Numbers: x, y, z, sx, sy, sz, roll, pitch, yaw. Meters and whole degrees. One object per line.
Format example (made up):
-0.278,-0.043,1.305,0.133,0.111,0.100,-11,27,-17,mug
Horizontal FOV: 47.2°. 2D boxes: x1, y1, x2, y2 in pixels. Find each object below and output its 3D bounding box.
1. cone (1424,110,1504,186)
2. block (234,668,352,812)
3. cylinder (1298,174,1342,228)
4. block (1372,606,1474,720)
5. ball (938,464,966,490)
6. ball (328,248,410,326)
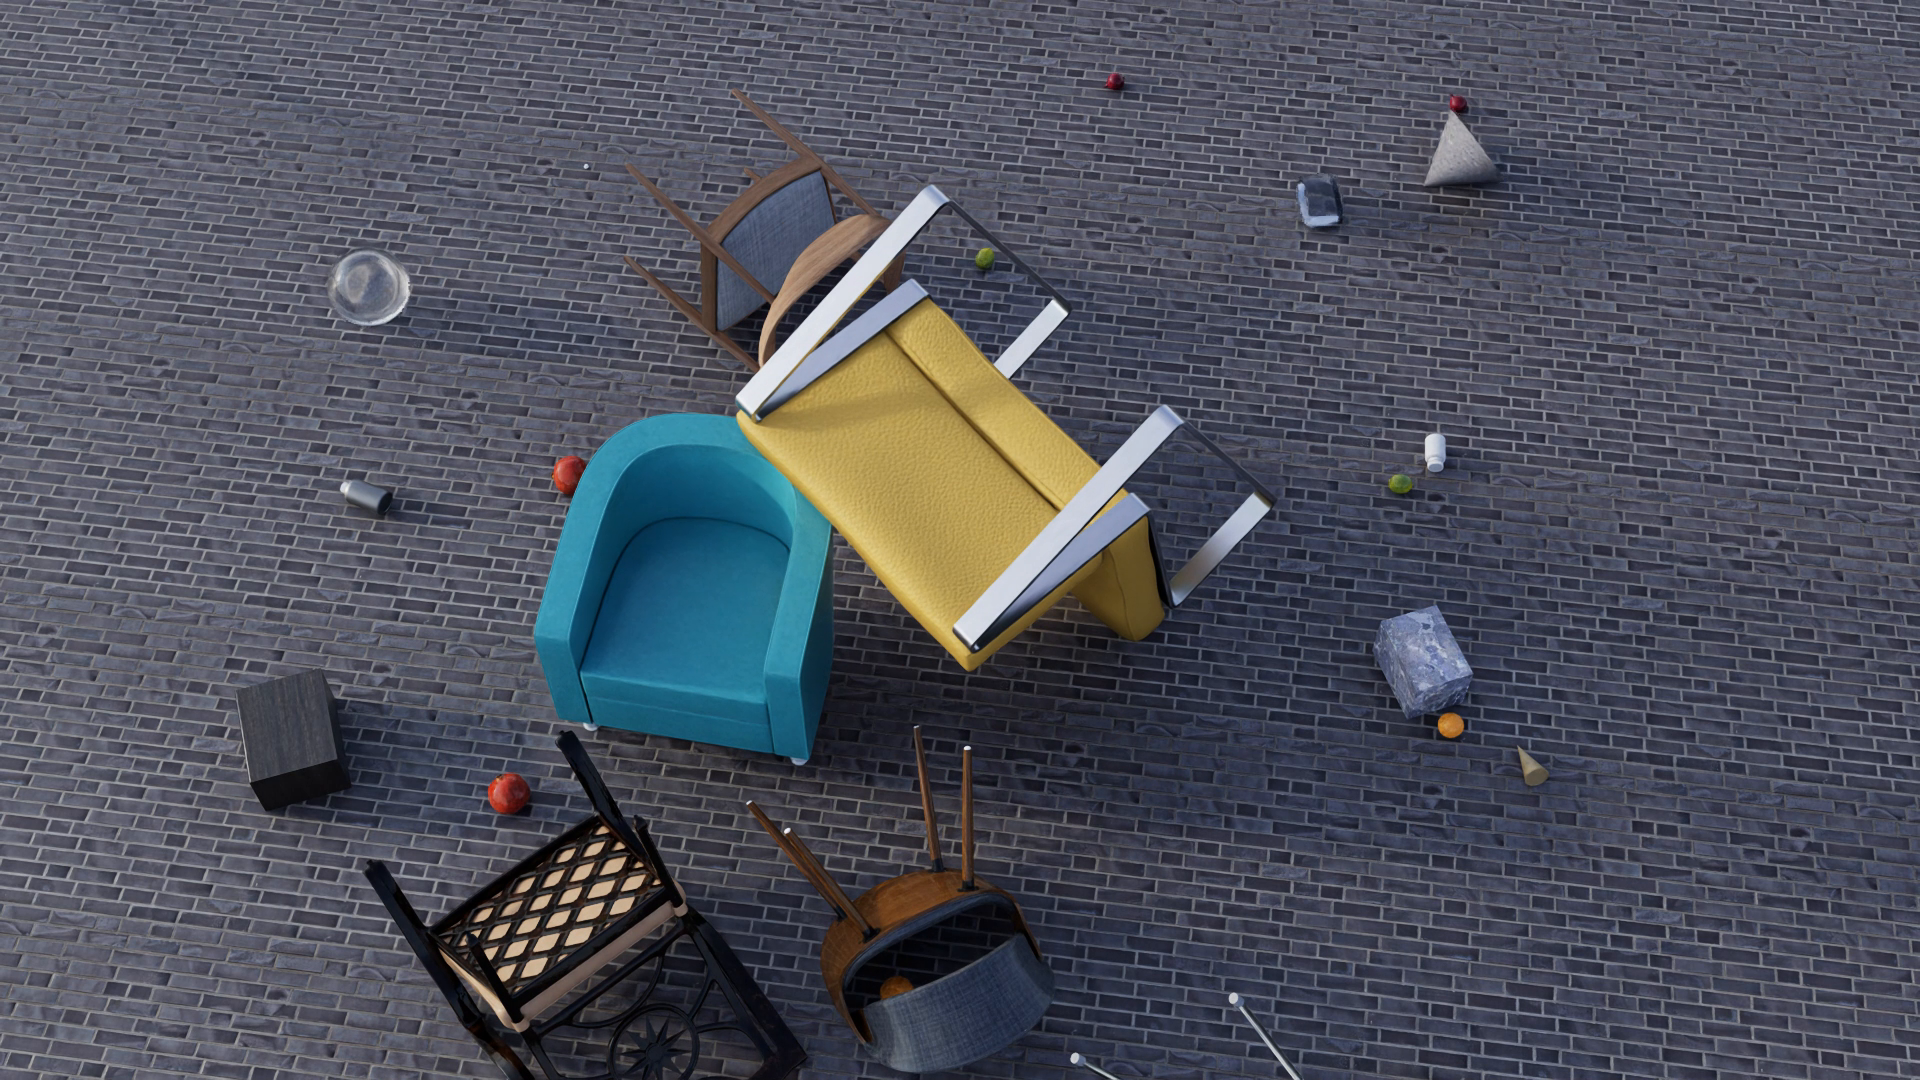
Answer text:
1.637,-1.250,7.342,0.219,0.273,0.314,-37,47,15,cone
-1.850,0.553,6.101,0.238,0.169,0.301,-15,57,-10,block
1.188,-1.119,7.262,0.108,0.103,0.187,-7,64,-5,cylinder
1.311,0.347,6.244,0.173,0.161,0.239,-15,58,-10,block
-0.024,-0.188,6.653,0.080,0.080,0.080,0,56,0,ball
-1.871,-0.802,6.961,0.250,0.250,0.250,0,56,0,ball
